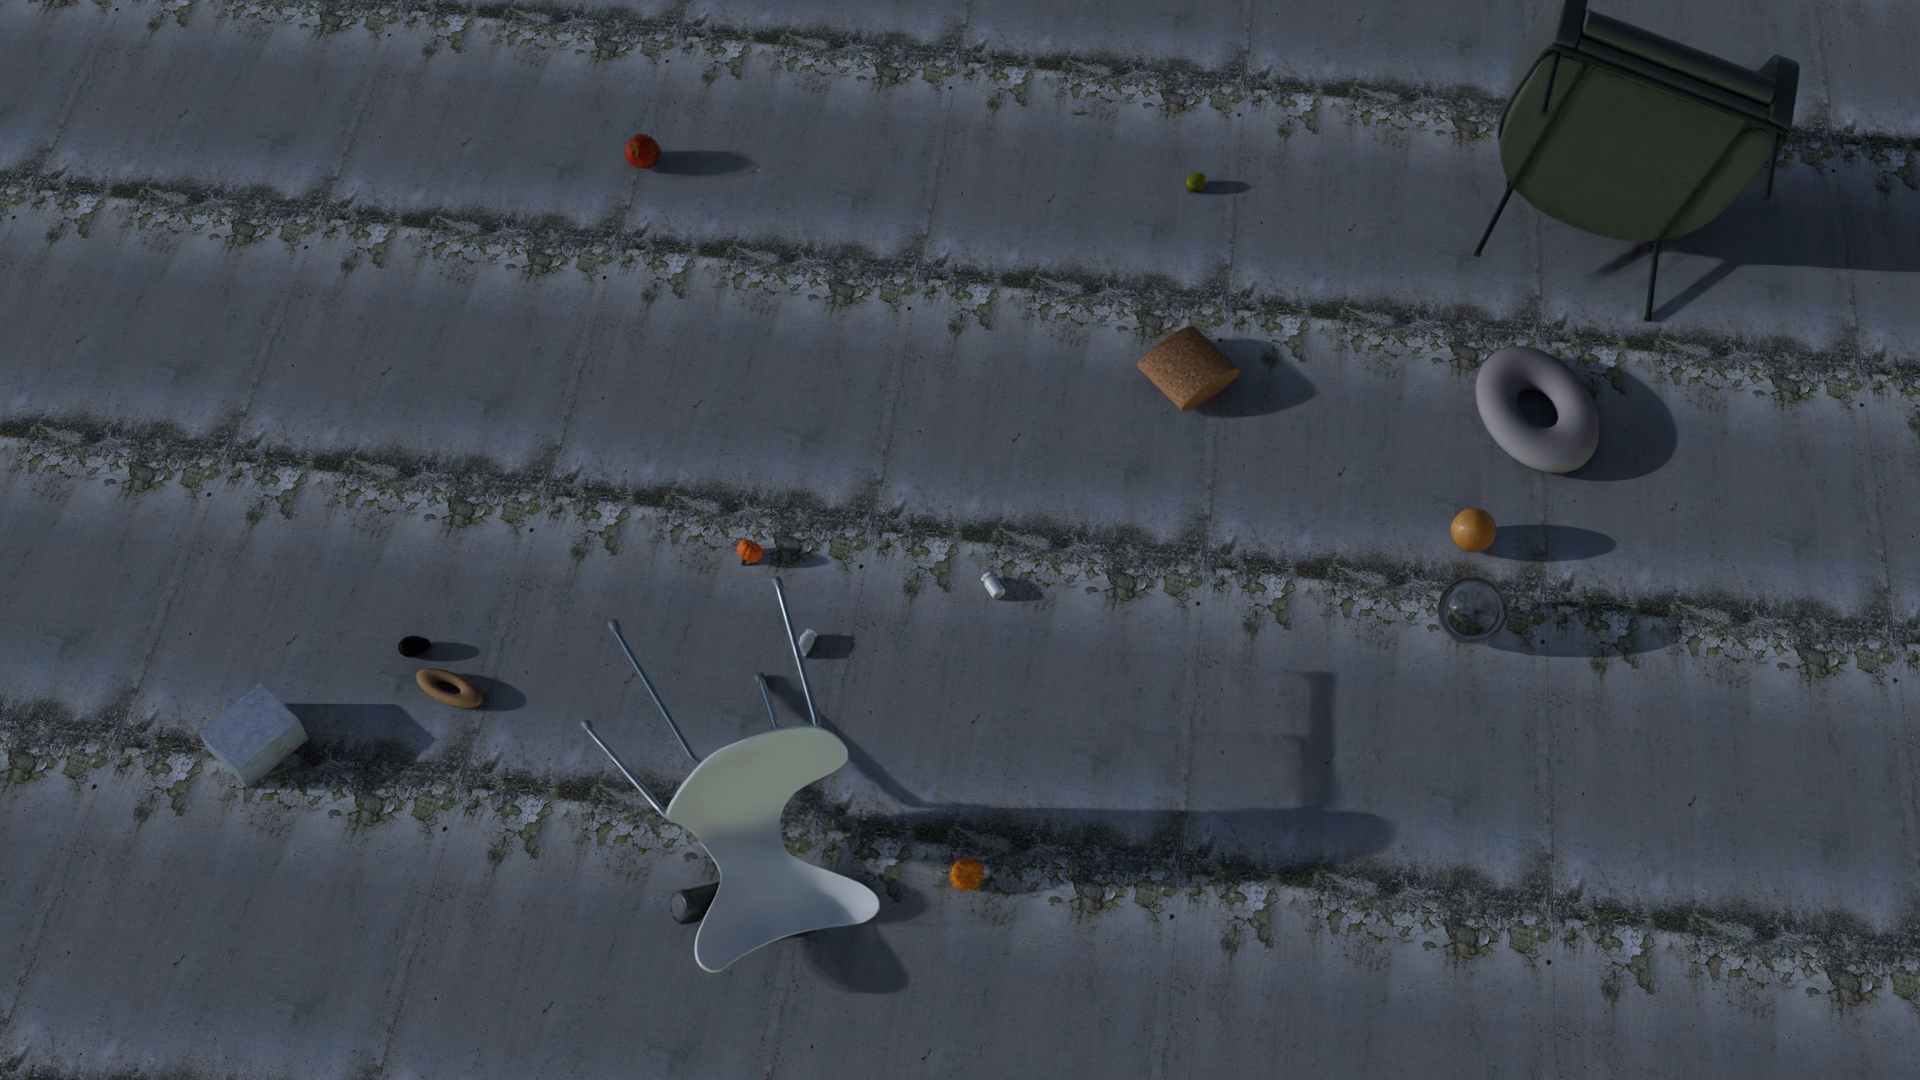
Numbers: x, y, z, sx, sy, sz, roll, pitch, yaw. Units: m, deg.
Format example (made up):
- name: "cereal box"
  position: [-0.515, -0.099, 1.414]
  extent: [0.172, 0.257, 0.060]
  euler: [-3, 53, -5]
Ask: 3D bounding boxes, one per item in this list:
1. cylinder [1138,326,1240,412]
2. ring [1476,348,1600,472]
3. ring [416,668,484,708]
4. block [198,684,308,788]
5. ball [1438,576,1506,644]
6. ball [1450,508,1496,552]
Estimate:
- name: "cylinder"
  position: [0.714, -0.537, 6.877]
  extent: [0.235, 0.094, 0.217]
  euler: [-34, 62, -16]
- name: "ring"
  position: [1.782, -0.405, 6.792]
  extent: [0.354, 0.092, 0.490]
  euler: [-13, 57, -8]
- name: "ring"
  position: [-1.454, 0.422, 6.264]
  extent: [0.221, 0.045, 0.089]
  euler: [22, 60, 15]
- name: "block"
  position: [-1.971, 0.547, 6.139]
  extent: [0.173, 0.112, 0.213]
  euler: [37, 63, 22]
- name: "ball"
  position: [1.473, 0.202, 6.322]
  extent: [0.193, 0.193, 0.193]
  euler: [0, 56, 0]
- name: "ball"
  position: [1.520, -0.030, 6.514]
  extent: [0.133, 0.133, 0.133]
  euler: [0, 56, 0]
